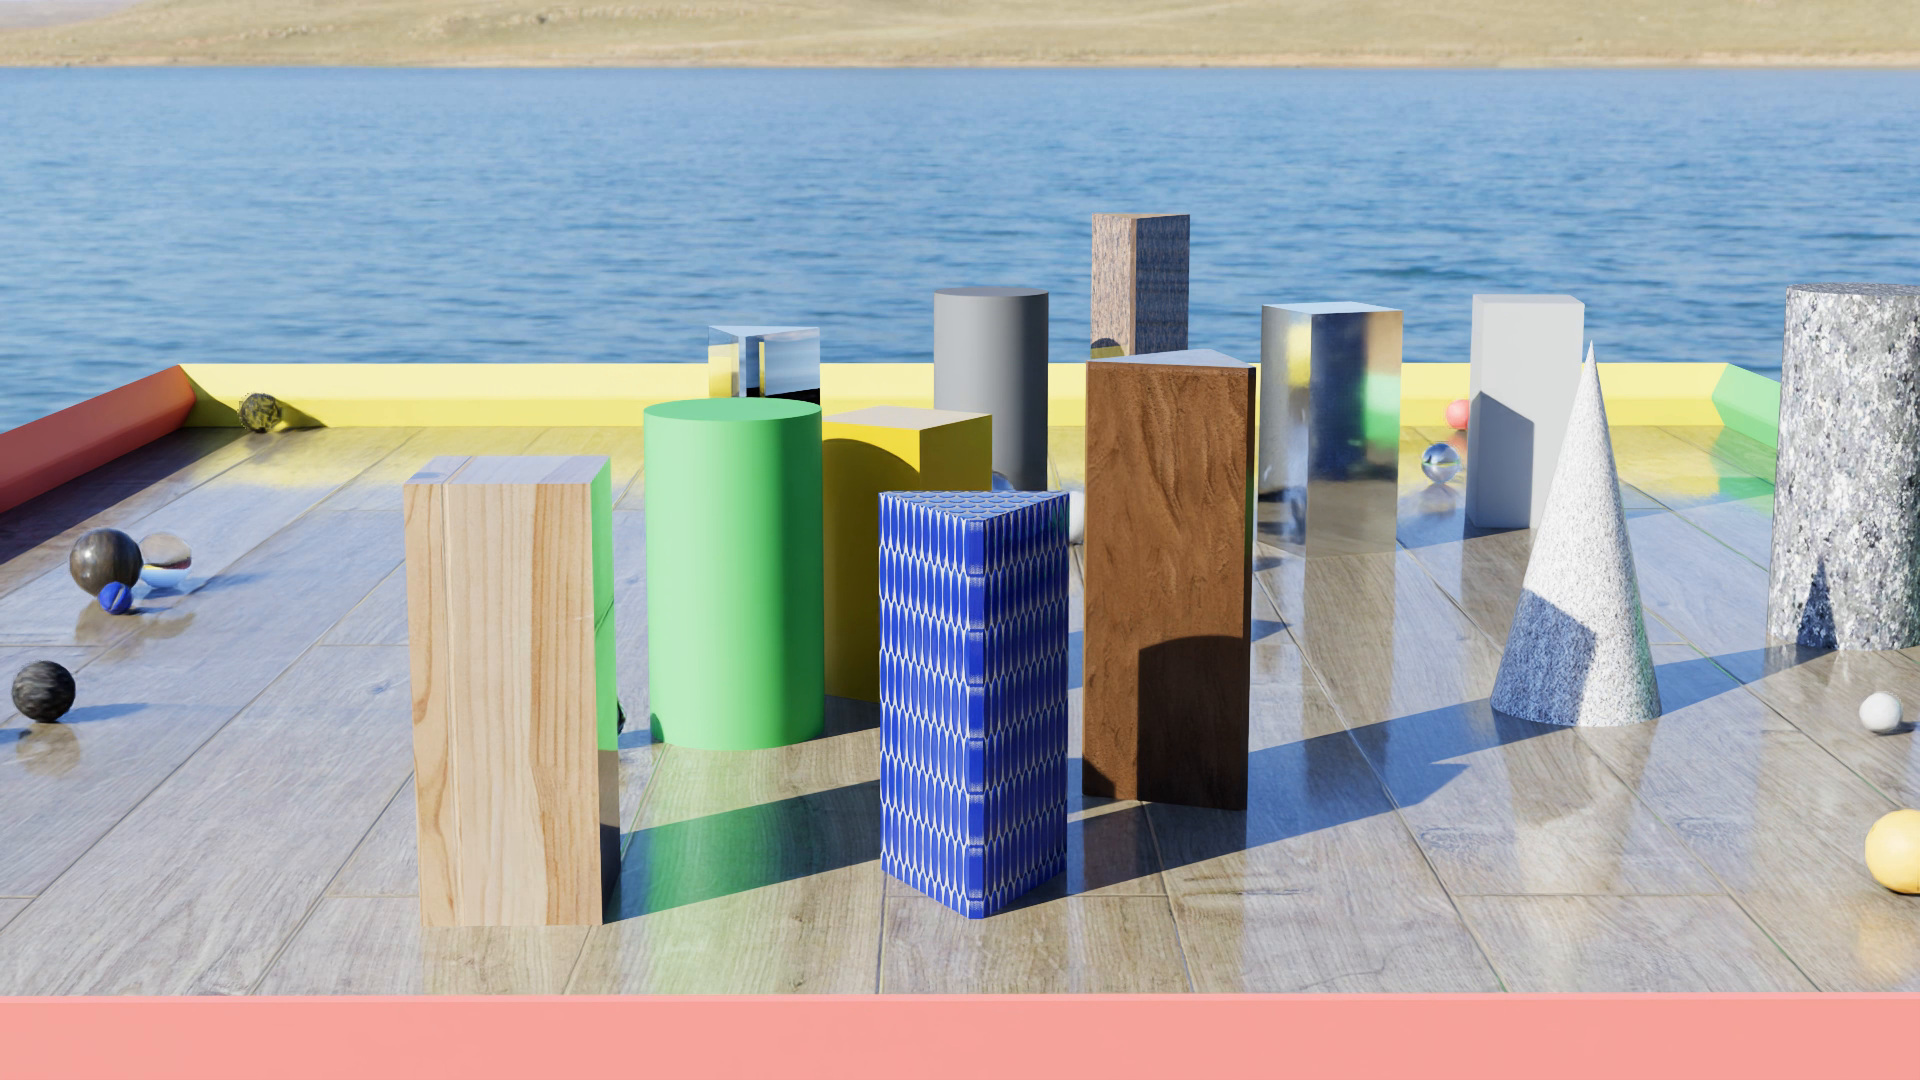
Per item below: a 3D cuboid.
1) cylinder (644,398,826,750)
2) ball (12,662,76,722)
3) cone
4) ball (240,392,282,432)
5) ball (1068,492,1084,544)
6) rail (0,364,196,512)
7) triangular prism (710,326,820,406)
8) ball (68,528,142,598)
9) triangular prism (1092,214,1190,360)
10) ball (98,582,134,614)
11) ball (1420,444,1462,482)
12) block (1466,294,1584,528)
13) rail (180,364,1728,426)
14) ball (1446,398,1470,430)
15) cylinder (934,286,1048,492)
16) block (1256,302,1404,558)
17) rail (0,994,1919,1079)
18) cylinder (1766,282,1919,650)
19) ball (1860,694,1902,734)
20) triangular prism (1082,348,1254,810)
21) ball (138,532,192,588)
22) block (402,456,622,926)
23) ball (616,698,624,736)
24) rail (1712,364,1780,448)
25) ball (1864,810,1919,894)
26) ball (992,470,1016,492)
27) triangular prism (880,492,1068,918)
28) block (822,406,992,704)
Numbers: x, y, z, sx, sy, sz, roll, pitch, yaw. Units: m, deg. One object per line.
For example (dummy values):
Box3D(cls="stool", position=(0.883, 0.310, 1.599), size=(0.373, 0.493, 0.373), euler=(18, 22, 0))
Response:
Box3D(cls="cylinder", position=(-0.247, 0.033, 2.818), size=(0.194, 0.357, 0.194), euler=(0, 11, 0))
Box3D(cls="ball", position=(-1.026, 0.170, 2.875), size=(0.068, 0.068, 0.068), euler=(0, 11, 0))
Box3D(cls="cone", position=(0.708, -0.018, 2.912), size=(0.194, 0.422, 0.194), euler=(0, 11, 0))
Box3D(cls="ball", position=(-1.399, -0.255, 5.131), size=(0.079, 0.079, 0.079), euler=(0, 11, 0))
Box3D(cls="ball", position=(0.179, -0.035, 3.941), size=(0.080, 0.080, 0.080), euler=(0, 11, 0))
Box3D(cls="rail", position=(-1.548, 0.034, 3.440), size=(0.045, 0.126, 3.589), euler=(0, 11, 0))
Box3D(cls="triangular prism", position=(-0.320, -0.148, 3.846), size=(0.145, 0.338, 0.168), euler=(8, 13, 38))
Box3D(cls="ball", position=(-1.177, 0.032, 3.537), size=(0.097, 0.097, 0.097), euler=(0, 11, 0))
Box3D(cls="triangular prism", position=(0.290, -0.333, 4.486), size=(0.145, 0.468, 0.168), euler=(8, 13, 38))
Box3D(cls="ball", position=(-1.129, 0.078, 3.433), size=(0.044, 0.044, 0.044), euler=(0, 11, 0))
Box3D(cls="ball", position=(0.846, -0.136, 4.513), size=(0.069, 0.069, 0.069), euler=(0, 11, 0))
Box3D(cls="block", position=(0.904, -0.209, 4.119), size=(0.155, 0.357, 0.155), euler=(1, 11, 5))
Box3D(cls="rail", position=(-0.010, -0.291, 5.190), size=(3.144, 0.126, 0.045), euler=(0, 11, 0))
Box3D(cls="ball", position=(1.009, -0.253, 5.161), size=(0.063, 0.063, 0.063), euler=(0, 11, 0))
Box3D(cls="cylinder", position=(0.052, -0.246, 4.339), size=(0.194, 0.349, 0.194), euler=(0, 11, 0))
Box3D(cls="block", position=(0.559, -0.170, 3.889), size=(0.155, 0.365, 0.155), euler=(-4, 11, -21))
Box3D(cls="rail", position=(0.010, 0.356, 1.708), size=(3.144, 0.126, 0.045), euler=(0, 11, 0))
Box3D(cls="cylinder", position=(1.144, -0.098, 3.278), size=(0.194, 0.446, 0.194), euler=(0, 11, 0))
Box3D(cls="ball", position=(1.014, 0.191, 2.825), size=(0.044, 0.044, 0.044), euler=(0, 11, 0))
Box3D(cls="triangular prism", position=(0.227, 0.033, 2.590), size=(0.168, 0.440, 0.145), euler=(4, 11, 20))
Box3D(cls="ball", position=(-1.120, 0.028, 3.604), size=(0.080, 0.080, 0.080), euler=(0, 11, 0))
Box3D(cls="block", position=(-0.386, 0.128, 2.237), size=(0.155, 0.383, 0.155), euler=(0, 11, -1))
Box3D(cls="ball", position=(-0.394, 0.192, 2.764), size=(0.065, 0.065, 0.065), euler=(0, 11, 0))
Box3D(cls="rail", position=(1.548, 0.031, 3.458), size=(0.045, 0.126, 3.589), euler=(0, 11, 0))
Box3D(cls="ball", position=(0.843, 0.277, 2.279), size=(0.074, 0.074, 0.074), euler=(0, 11, 0))
Box3D(cls="ball", position=(0.047, -0.069, 4.115), size=(0.085, 0.085, 0.085), euler=(0, 11, 0))
Box3D(cls="triangular prism", position=(0.034, 0.135, 2.287), size=(0.145, 0.349, 0.168), euler=(-6, 12, -30))
Box3D(cls="block", position=(-0.069, 0.016, 3.006), size=(0.155, 0.322, 0.155), euler=(7, 12, 32))
